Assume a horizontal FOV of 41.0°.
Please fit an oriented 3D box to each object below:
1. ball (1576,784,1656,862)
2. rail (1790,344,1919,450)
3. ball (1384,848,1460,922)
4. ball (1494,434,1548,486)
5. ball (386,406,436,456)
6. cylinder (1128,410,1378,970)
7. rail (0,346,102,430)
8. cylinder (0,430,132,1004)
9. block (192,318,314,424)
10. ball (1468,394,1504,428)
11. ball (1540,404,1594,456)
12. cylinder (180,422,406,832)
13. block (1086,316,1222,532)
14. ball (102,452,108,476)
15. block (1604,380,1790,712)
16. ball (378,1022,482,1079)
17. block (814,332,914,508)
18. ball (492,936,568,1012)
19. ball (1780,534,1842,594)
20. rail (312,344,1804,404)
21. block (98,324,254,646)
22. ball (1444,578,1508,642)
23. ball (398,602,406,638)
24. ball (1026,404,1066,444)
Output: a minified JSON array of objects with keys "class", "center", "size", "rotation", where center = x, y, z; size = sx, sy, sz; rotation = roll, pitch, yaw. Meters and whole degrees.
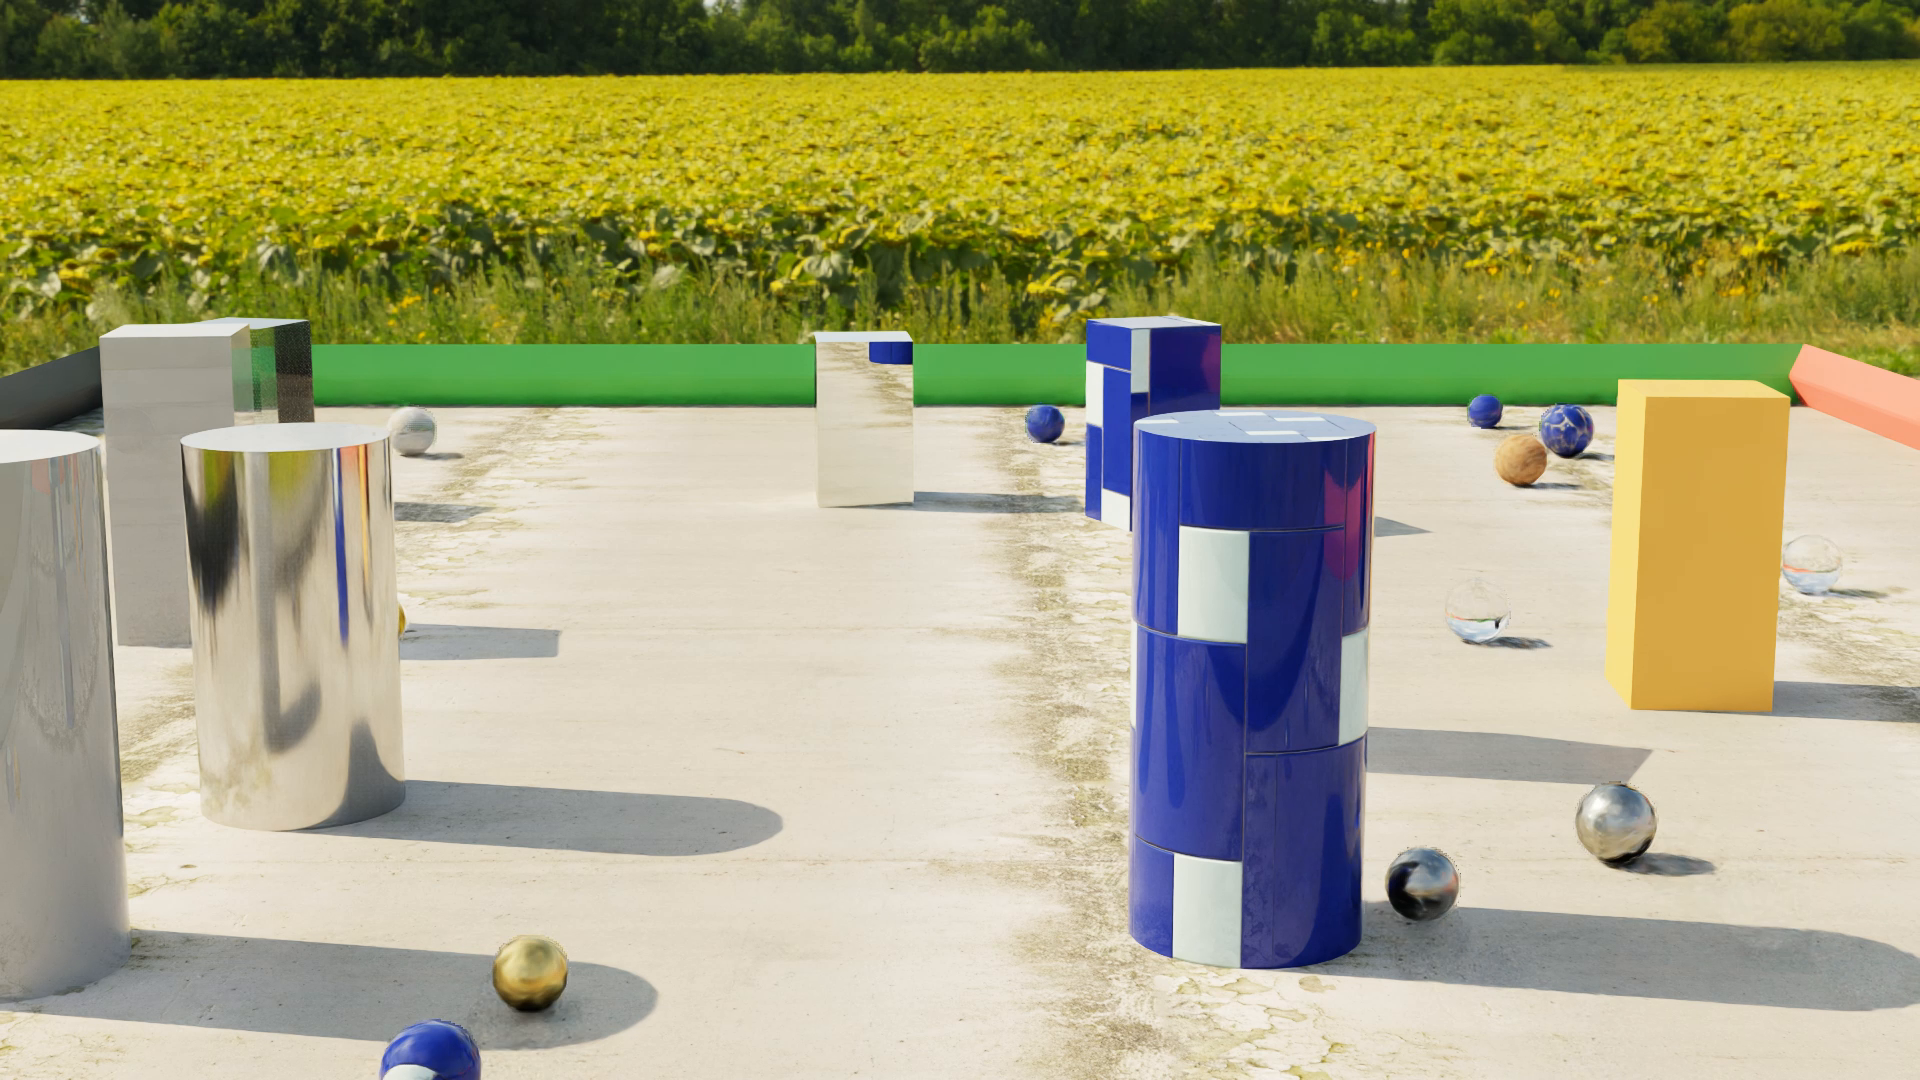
[{"class":"ball","center":[0.607,0.262,2.373],"size":[0.073,0.073,0.073],"rotation":[0,10,0]},{"class":"rail","center":[1.826,0.031,3.459],"size":[0.045,0.129,4.333],"rotation":[0,10,0]},{"class":"ball","center":[0.396,0.295,2.200],"size":[0.063,0.063,0.063],"rotation":[0,10,0]},{"class":"ball","center":[0.983,-0.141,4.501],"size":[0.091,0.091,0.091],"rotation":[0,10,0]},{"class":"ball","center":[-1.037,-0.206,4.847],"size":[0.093,0.093,0.093],"rotation":[0,10,0]},{"class":"cylinder","center":[0.243,0.119,2.152],"size":[0.199,0.434,0.199],"rotation":[0,10,0]},{"class":"rail","center":[-1.826,0.035,3.438],"size":[0.045,0.129,4.333],"rotation":[0,10,0]},{"class":"cylinder","center":[-0.785,0.137,2.071],"size":[0.199,0.428,0.199],"rotation":[0,10,0]},{"class":"block","center":[-1.188,-0.208,4.273],"size":[0.159,0.306,0.159],"rotation":[3,11,17]},{"class":"ball","center":[1.068,-0.262,5.214],"size":[0.070,0.070,0.070],"rotation":[0,10,0]},{"class":"ball","center":[1.145,-0.207,4.838],"size":[0.100,0.100,0.100],"rotation":[0,10,0]},{"class":"cylinder","center":[-0.657,0.081,2.537],"size":[0.199,0.370,0.199],"rotation":[0,10,0]},{"class":"block","center":[0.310,-0.190,4.134],"size":[0.159,0.322,0.159],"rotation":[-4,11,-23]},{"class":"ball","center":[-1.464,-0.136,4.506],"size":[0.080,0.080,0.080],"rotation":[0,10,0]},{"class":"block","center":[0.853,0.003,2.981],"size":[0.159,0.361,0.159],"rotation":[1,10,3]},{"class":"ball","center":[-0.369,0.371,1.788],"size":[0.071,0.071,0.071],"rotation":[0,10,0]},{"class":"block","center":[-0.164,-0.206,4.343],"size":[0.159,0.277,0.159],"rotation":[-1,11,-5]},{"class":"ball","center":[-0.335,0.338,2.000],"size":[0.059,0.059,0.059],"rotation":[0,10,0]},{"class":"ball","center":[1.190,0.033,3.585],"size":[0.082,0.082,0.082],"rotation":[0,10,0]},{"class":"rail","center":[-0.012,-0.356,5.556],"size":[3.699,0.129,0.045],"rotation":[0,10,0]},{"class":"block","center":[-1.002,-0.075,3.316],"size":[0.159,0.393,0.159],"rotation":[-1,11,-7]},{"class":"ball","center":[0.660,0.090,3.280],"size":[0.081,0.081,0.081],"rotation":[0,10,0]},{"class":"ball","center":[-0.737,0.102,3.246],"size":[0.070,0.070,0.070],"rotation":[0,10,0]},{"class":"ball","center":[0.167,-0.227,5.011],"size":[0.076,0.076,0.076],"rotation":[0,10,0]}]
